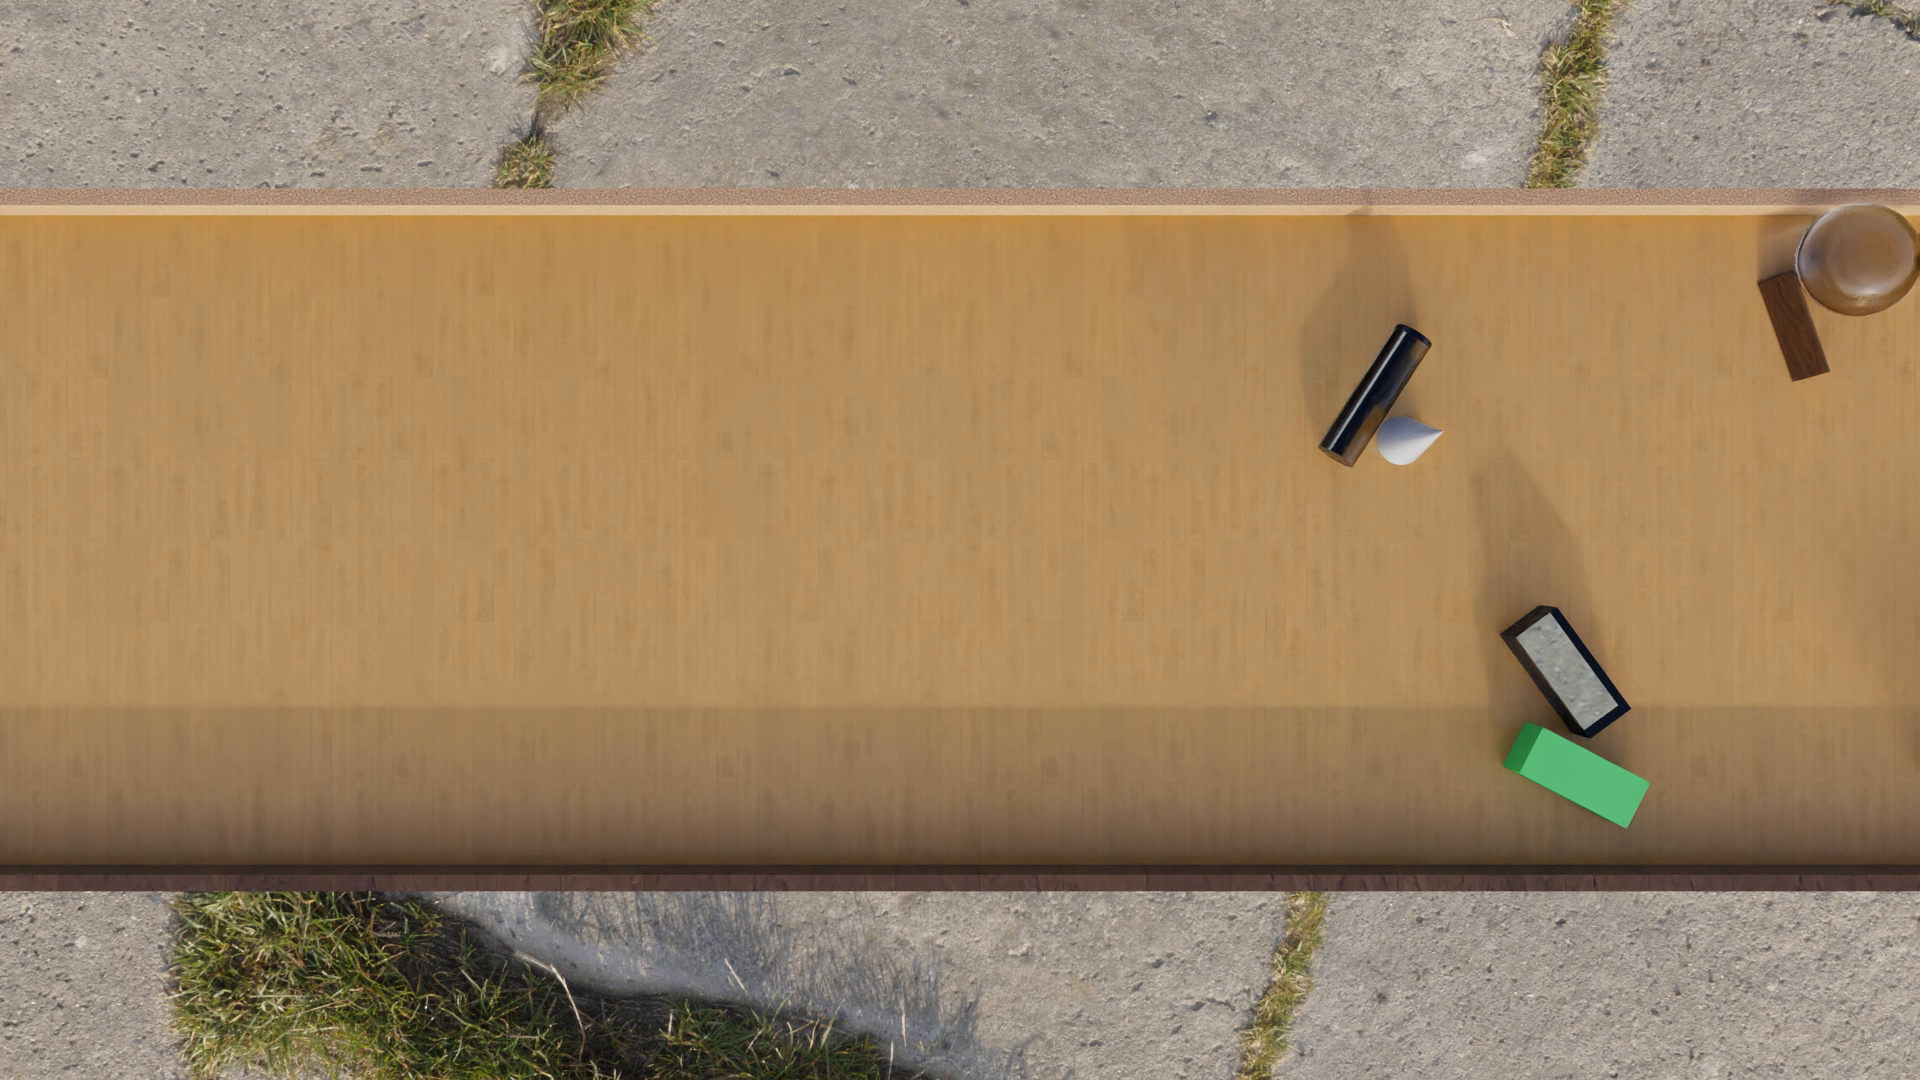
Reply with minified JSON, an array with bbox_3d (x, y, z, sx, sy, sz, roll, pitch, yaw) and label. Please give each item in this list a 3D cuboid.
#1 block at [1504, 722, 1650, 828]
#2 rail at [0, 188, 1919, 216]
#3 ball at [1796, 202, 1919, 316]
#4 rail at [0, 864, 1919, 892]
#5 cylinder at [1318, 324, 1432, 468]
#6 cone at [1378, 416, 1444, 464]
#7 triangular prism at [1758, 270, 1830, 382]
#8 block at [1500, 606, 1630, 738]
[{"bbox_3d":[1.866,0.710,5.000,0.361,0.153,0.153,27,90,0],"label":"block"},{"bbox_3d":[-2.247,-1.025,5.002,12.000,0.150,0.050,0,90,0],"label":"rail"},{"bbox_3d":[2.674,-0.833,4.909,0.334,0.334,0.334,0,90,0],"label":"ball"},{"bbox_3d":[-2.247,1.025,5.001,12.000,0.150,0.050,0,90,0],"label":"rail"},{"bbox_3d":[1.261,-0.438,5.015,0.123,0.123,0.440,33,90,0],"label":"cylinder"},{"bbox_3d":[1.360,-0.306,4.856,0.150,0.440,0.150,0,90,0],"label":"cone"},{"bbox_3d":[2.564,-0.659,5.022,0.120,0.104,0.324,-20,90,0],"label":"triangular prism"},{"bbox_3d":[1.832,0.397,5.000,0.152,0.152,0.375,-36,90,0],"label":"block"}]
